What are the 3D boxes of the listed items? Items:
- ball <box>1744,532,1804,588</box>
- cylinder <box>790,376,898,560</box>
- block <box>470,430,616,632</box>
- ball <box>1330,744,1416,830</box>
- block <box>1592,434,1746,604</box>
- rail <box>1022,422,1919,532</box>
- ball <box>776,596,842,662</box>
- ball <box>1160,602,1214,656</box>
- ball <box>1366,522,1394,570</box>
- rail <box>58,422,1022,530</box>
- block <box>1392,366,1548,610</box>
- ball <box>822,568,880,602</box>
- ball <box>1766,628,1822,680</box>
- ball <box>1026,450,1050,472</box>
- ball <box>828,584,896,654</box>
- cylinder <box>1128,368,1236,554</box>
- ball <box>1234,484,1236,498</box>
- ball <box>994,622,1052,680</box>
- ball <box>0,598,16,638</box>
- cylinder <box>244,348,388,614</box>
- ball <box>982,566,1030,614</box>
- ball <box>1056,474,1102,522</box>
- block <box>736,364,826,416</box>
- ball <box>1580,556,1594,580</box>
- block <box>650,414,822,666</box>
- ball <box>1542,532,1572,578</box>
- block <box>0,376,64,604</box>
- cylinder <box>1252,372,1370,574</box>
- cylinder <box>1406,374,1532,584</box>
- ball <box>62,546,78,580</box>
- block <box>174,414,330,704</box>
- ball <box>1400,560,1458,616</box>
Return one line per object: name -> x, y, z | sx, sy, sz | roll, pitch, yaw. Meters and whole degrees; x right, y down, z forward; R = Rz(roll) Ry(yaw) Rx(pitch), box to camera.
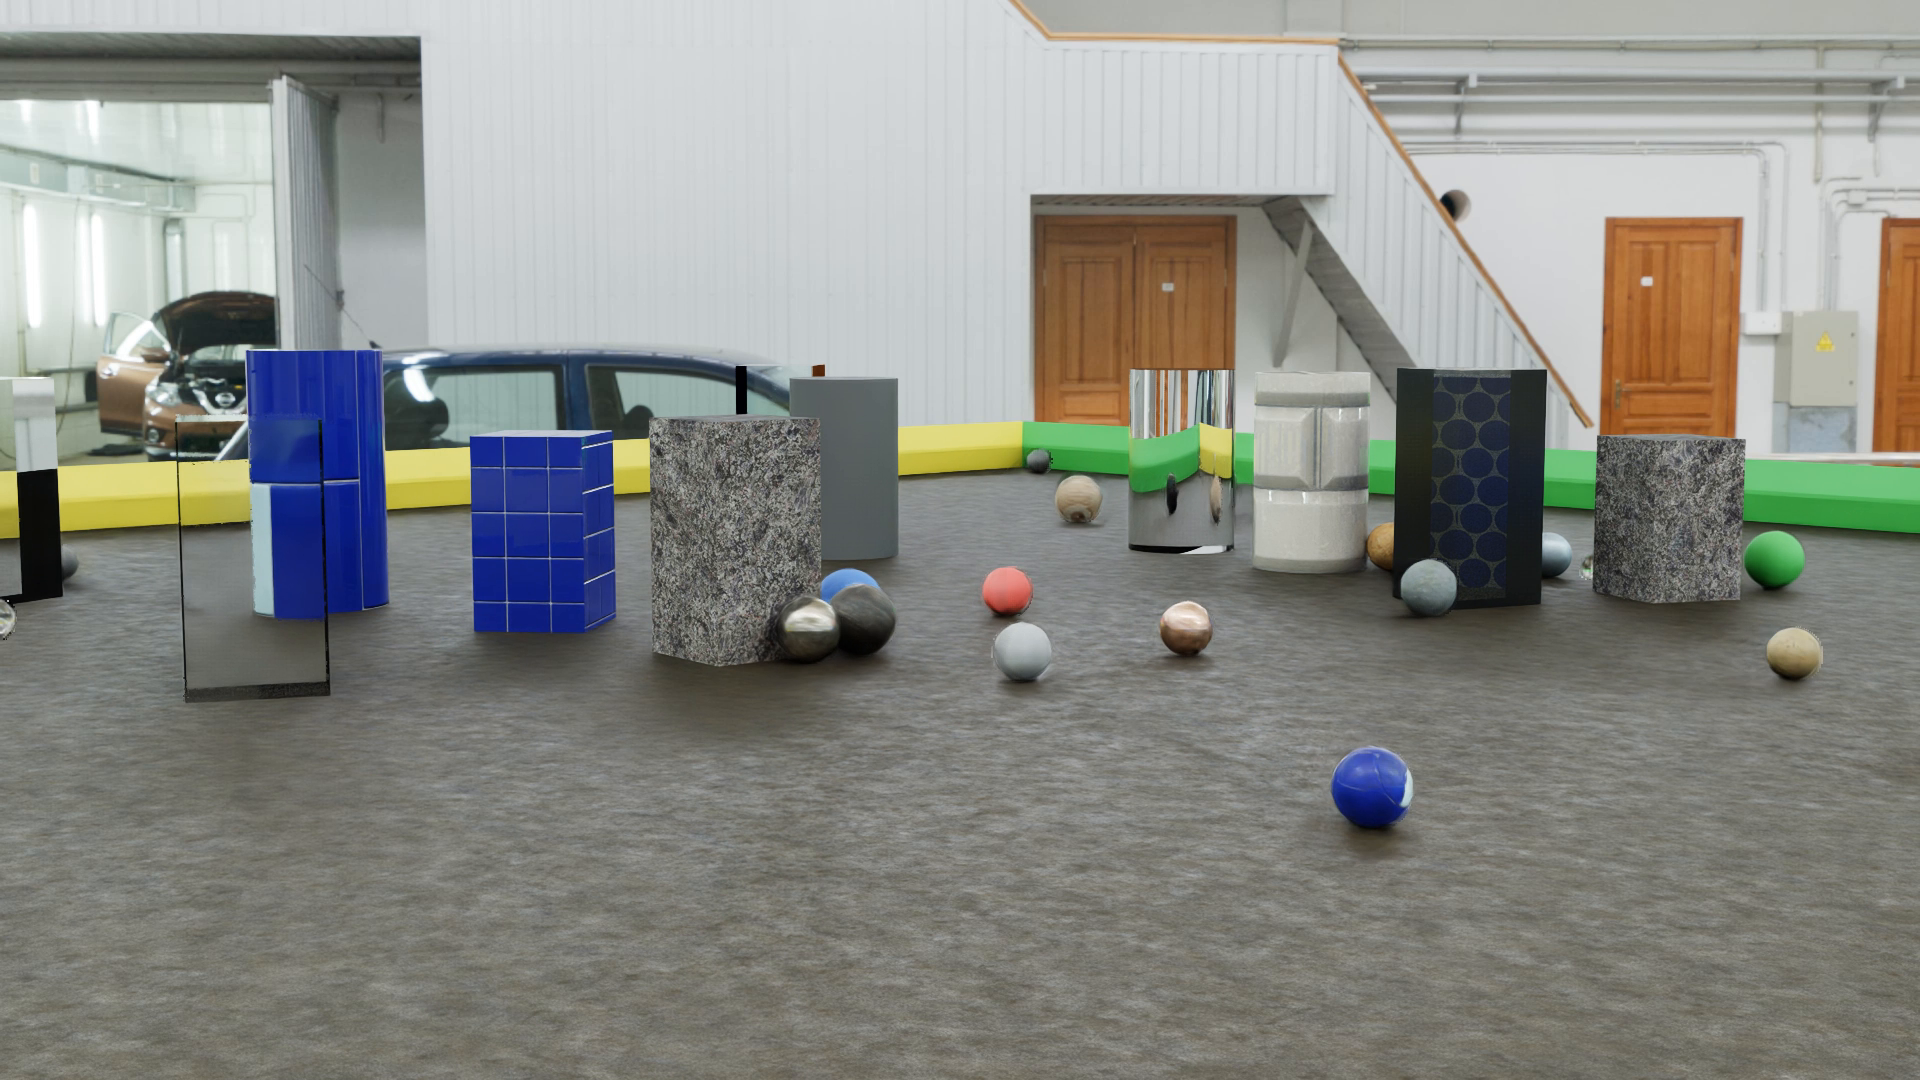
ball -> 1.309, 0.032, 3.536 | 0.092, 0.092, 0.092 | 0, 6, 0
cylinder -> -0.212, -0.135, 4.027 | 0.199, 0.322, 0.199 | 0, 6, 0
block -> -0.590, -0.015, 3.122 | 0.159, 0.272, 0.159 | 1, 6, 7
ball -> 0.356, 0.213, 1.902 | 0.073, 0.073, 0.073 | 0, 6, 0
block -> 1.108, -0.037, 3.441 | 0.159, 0.248, 0.159 | -2, 6, -17
rail -> 1.561, -0.116, 4.765 | 0.045, 0.129, 4.128 | -5, 8, -42
ball -> -0.192, 0.114, 2.790 | 0.084, 0.084, 0.084 | 0, 6, 0
ball -> 0.293, 0.115, 2.850 | 0.069, 0.069, 0.069 | 0, 6, 0
ball -> 0.741, 0.011, 3.784 | 0.082, 0.082, 0.082 | 0, 6, 0
rail -> -1.384, -0.122, 4.823 | 4.296, 0.129, 0.045 | -5, 8, -42
block -> 0.779, -0.084, 3.368 | 0.159, 0.357, 0.159 | -3, 7, -24
ball -> -0.151, 0.087, 2.991 | 0.095, 0.095, 0.095 | 0, 6, 0
ball -> 1.010, 0.138, 2.666 | 0.062, 0.062, 0.062 | 0, 6, 0
ball -> 0.217, -0.219, 6.077 | 0.064, 0.064, 0.064 | 0, 6, 0
ball -> -0.129, 0.103, 2.854 | 0.092, 0.092, 0.092 | 0, 6, 0
cylinder -> 0.416, -0.152, 4.122 | 0.199, 0.336, 0.199 | 0, 6, 0
ball -> 0.565, -0.109, 4.878 | 0.094, 0.094, 0.094 | 0, 6, 0
ball -> 0.076, 0.135, 2.654 | 0.071, 0.071, 0.071 | 0, 6, 0
ball -> -1.310, 0.106, 2.973 | 0.061, 0.061, 0.061 | 0, 6, 0
cylinder -> -0.969, -0.094, 3.321 | 0.199, 0.386, 0.199 | 0, 6, 0
ball -> 0.068, 0.075, 3.231 | 0.070, 0.070, 0.070 | 0, 6, 0
ball -> 0.251, -0.088, 4.650 | 0.099, 0.099, 0.099 | 0, 6, 0
block -> -0.376, -0.203, 4.640 | 0.159, 0.331, 0.159 | 1, 6, 7
ball -> 1.051, 0.046, 3.647 | 0.042, 0.042, 0.042 | 0, 6, 0
block -> -0.292, -0.005, 2.855 | 0.159, 0.307, 0.159 | -5, 8, -39
ball -> 0.987, 0.025, 3.683 | 0.075, 0.075, 0.075 | 0, 6, 0
block -> -1.507, -0.077, 3.382 | 0.159, 0.341, 0.159 | 3, 7, 25
cylinder -> 0.610, -0.121, 3.821 | 0.199, 0.338, 0.199 | 0, 6, 0
cylinder -> 0.851, -0.107, 3.685 | 0.199, 0.338, 0.199 | 0, 6, 0
ball -> -1.491, 0.038, 3.639 | 0.058, 0.058, 0.058 | 0, 6, 0
block -> -0.832, 0.016, 2.587 | 0.159, 0.320, 0.159 | -2, 6, -18
ball -> 0.685, 0.070, 3.213 | 0.083, 0.083, 0.083 | 0, 6, 0
